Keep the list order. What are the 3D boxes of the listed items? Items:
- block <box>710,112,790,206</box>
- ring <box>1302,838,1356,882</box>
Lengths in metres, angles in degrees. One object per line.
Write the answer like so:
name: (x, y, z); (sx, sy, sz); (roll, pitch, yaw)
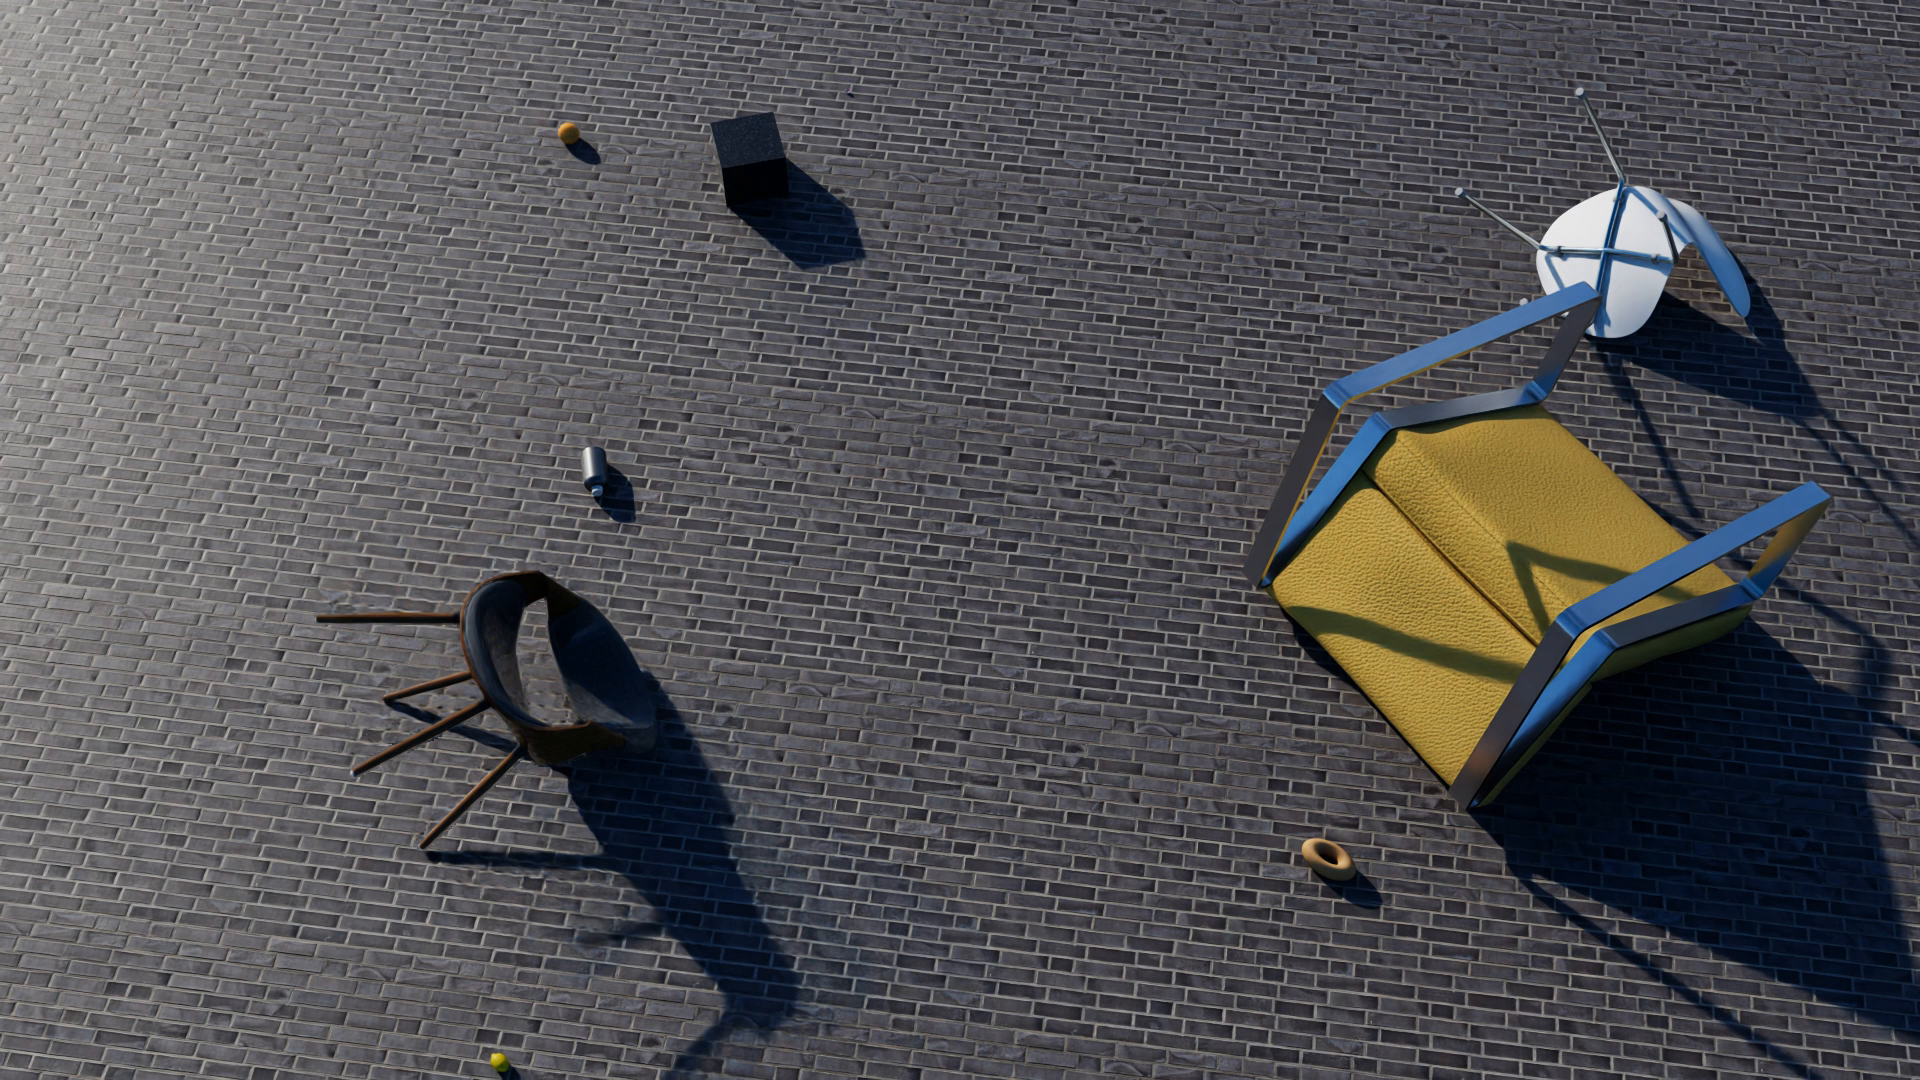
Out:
block: (-0.699, -1.267, 7.315); (0.213, 0.181, 0.212); (-12, 57, -8)
ring: (0.999, 0.866, 5.957); (0.161, 0.060, 0.091); (31, 59, 17)
